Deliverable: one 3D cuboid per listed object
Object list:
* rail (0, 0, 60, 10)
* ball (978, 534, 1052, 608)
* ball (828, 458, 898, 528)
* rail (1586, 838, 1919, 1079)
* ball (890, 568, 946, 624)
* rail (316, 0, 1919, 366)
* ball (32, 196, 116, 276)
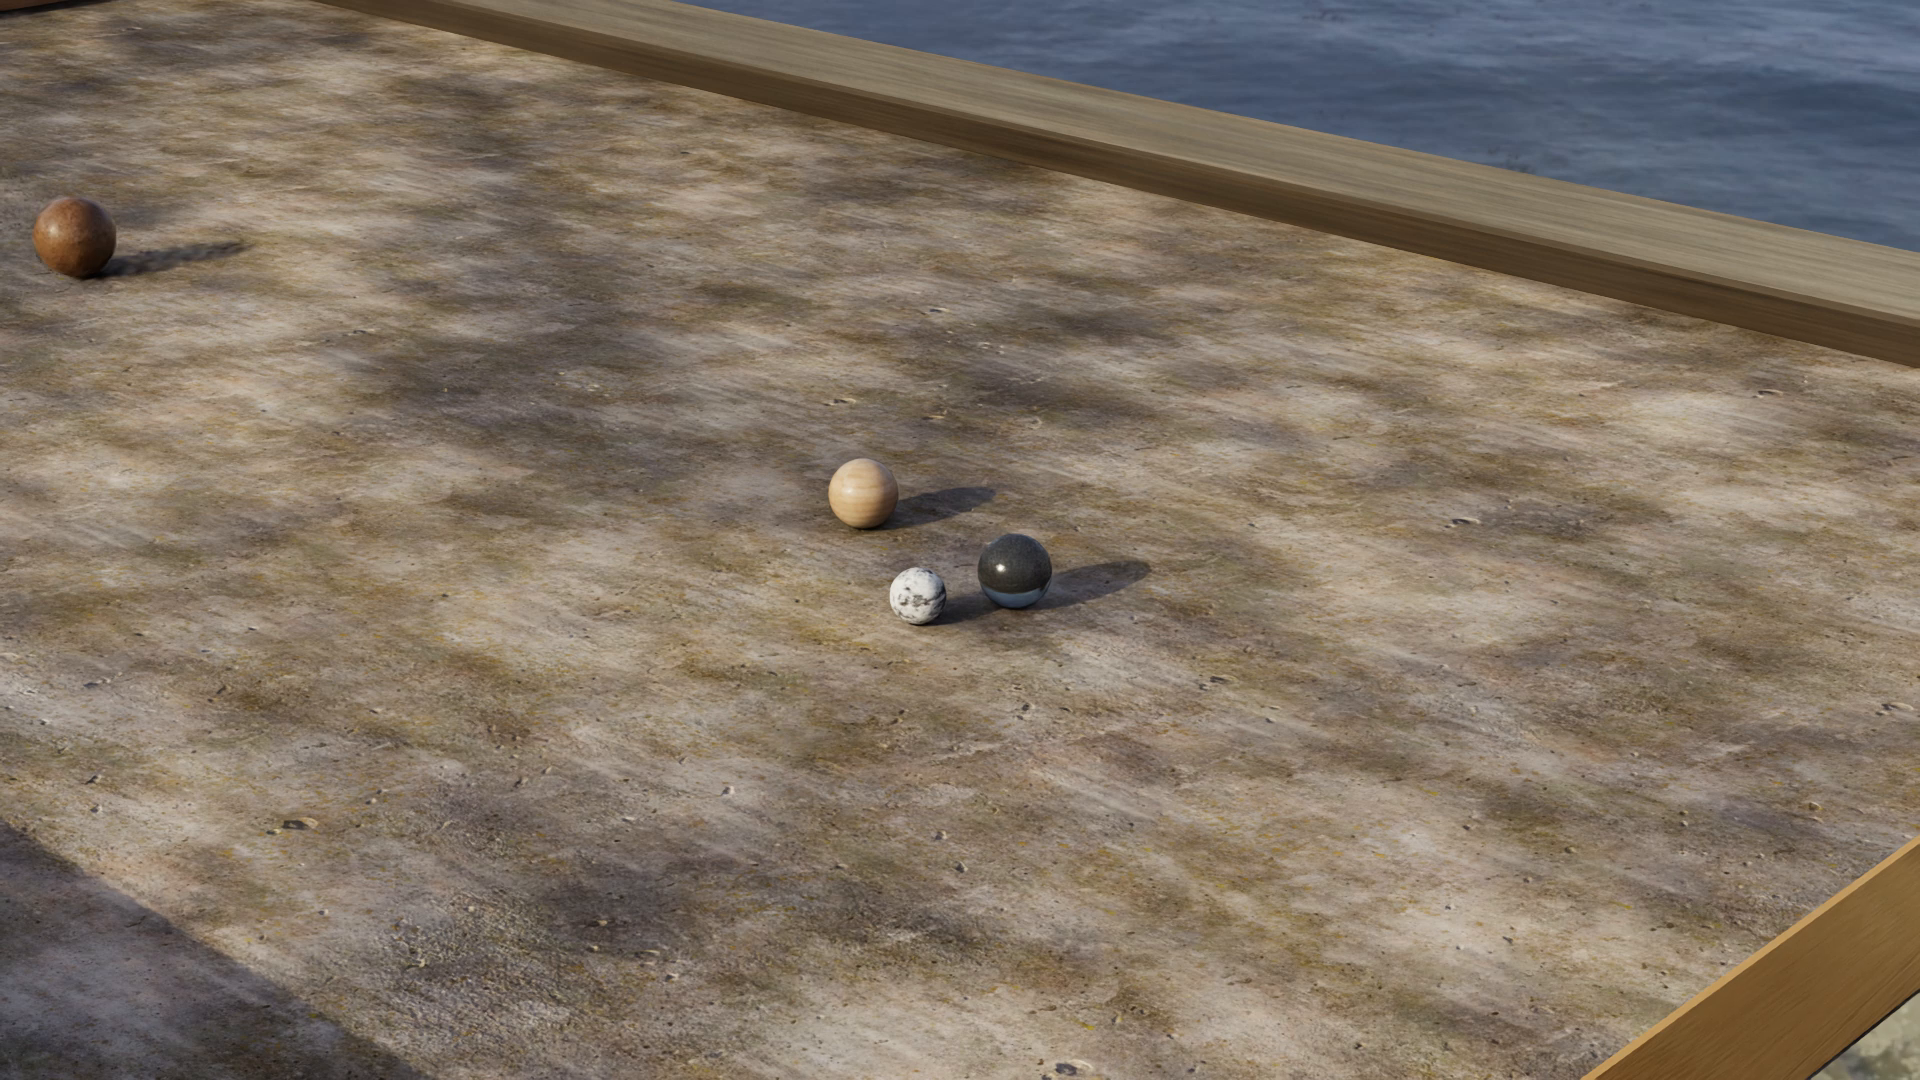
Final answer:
[{"bbox_3d":[-2.081,-0.749,4.409,0.045,0.123,2.250,19,28,40],"label":"rail"},{"bbox_3d":[0.047,0.027,2.524,0.065,0.065,0.065,0,22,0],"label":"ball"},{"bbox_3d":[-0.089,-0.043,2.700,0.065,0.065,0.065,0,22,0],"label":"ball"},{"bbox_3d":[0.682,0.205,1.990,0.045,0.123,2.250,19,28,40],"label":"rail"},{"bbox_3d":[-0.036,0.047,2.493,0.049,0.049,0.049,0,22,0],"label":"ball"},{"bbox_3d":[0.055,-0.566,3.945,3.842,0.123,0.045,19,28,40],"label":"rail"},{"bbox_3d":[-1.040,-0.357,3.456,0.095,0.095,0.095,0,22,0],"label":"ball"}]
